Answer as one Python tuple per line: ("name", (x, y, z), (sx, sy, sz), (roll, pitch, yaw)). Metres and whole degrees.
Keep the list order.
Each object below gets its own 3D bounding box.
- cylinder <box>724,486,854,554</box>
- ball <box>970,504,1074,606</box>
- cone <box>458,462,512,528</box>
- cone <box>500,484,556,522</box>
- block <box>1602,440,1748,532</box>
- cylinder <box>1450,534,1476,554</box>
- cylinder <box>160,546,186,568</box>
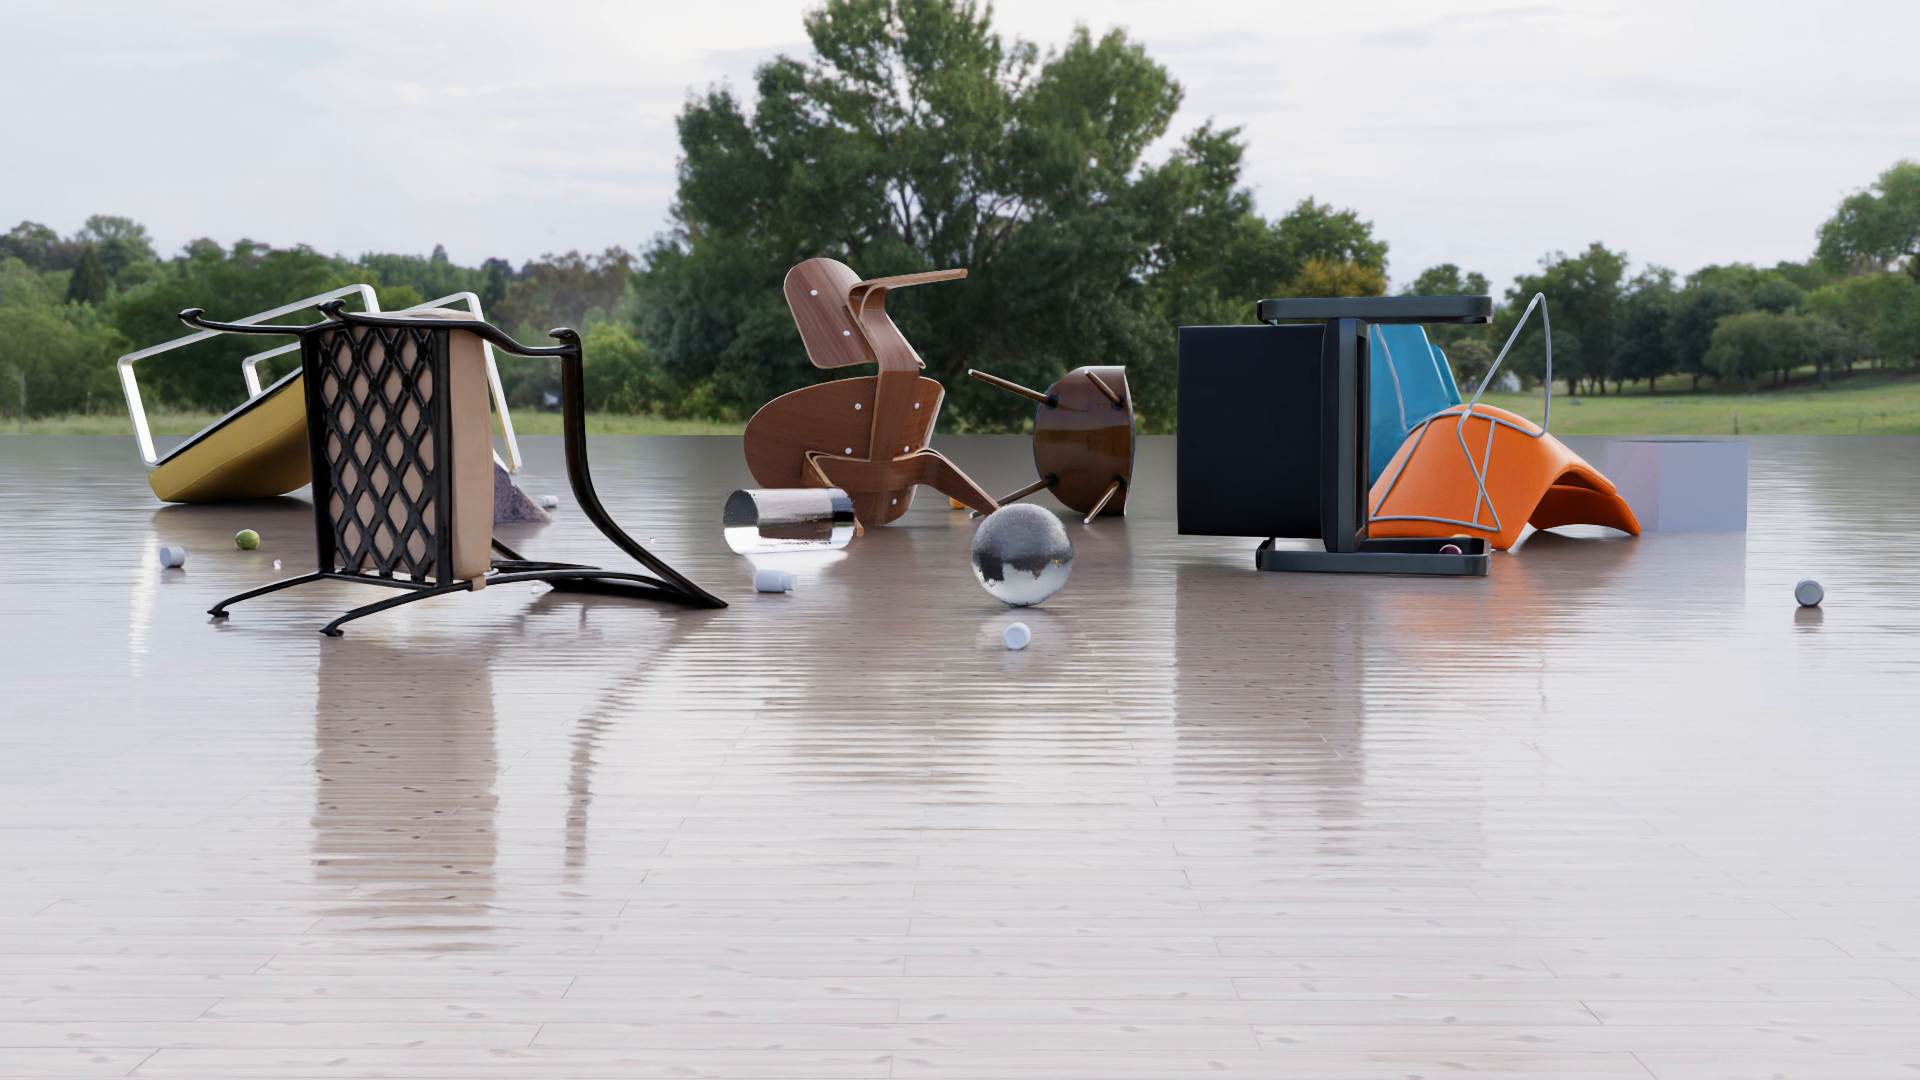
("cylinder", (-0.470, -0.055, 6.065), (0.312, 0.176, 0.183), (-3, 0, -38))
("ball", (0.129, 0.031, 4.540), (0.213, 0.213, 0.213), (0, 4, 0))
("cone", (-1.571, -0.103, 7.278), (0.172, 0.242, 0.223), (6, -26, -9))
("cone", (-1.509, -0.126, 7.464), (0.273, 0.126, 0.151), (-1, 4, -15))
("block", (2.297, -0.176, 7.069), (0.322, 0.280, 0.310), (-1, 4, -16))
("cylinder", (1.365, 0.012, 5.969), (0.074, 0.054, 0.028), (14, -4, -31))
("cylinder", (-1.986, 0.043, 5.545), (0.060, 0.051, 0.037), (-3, 1, 41))
